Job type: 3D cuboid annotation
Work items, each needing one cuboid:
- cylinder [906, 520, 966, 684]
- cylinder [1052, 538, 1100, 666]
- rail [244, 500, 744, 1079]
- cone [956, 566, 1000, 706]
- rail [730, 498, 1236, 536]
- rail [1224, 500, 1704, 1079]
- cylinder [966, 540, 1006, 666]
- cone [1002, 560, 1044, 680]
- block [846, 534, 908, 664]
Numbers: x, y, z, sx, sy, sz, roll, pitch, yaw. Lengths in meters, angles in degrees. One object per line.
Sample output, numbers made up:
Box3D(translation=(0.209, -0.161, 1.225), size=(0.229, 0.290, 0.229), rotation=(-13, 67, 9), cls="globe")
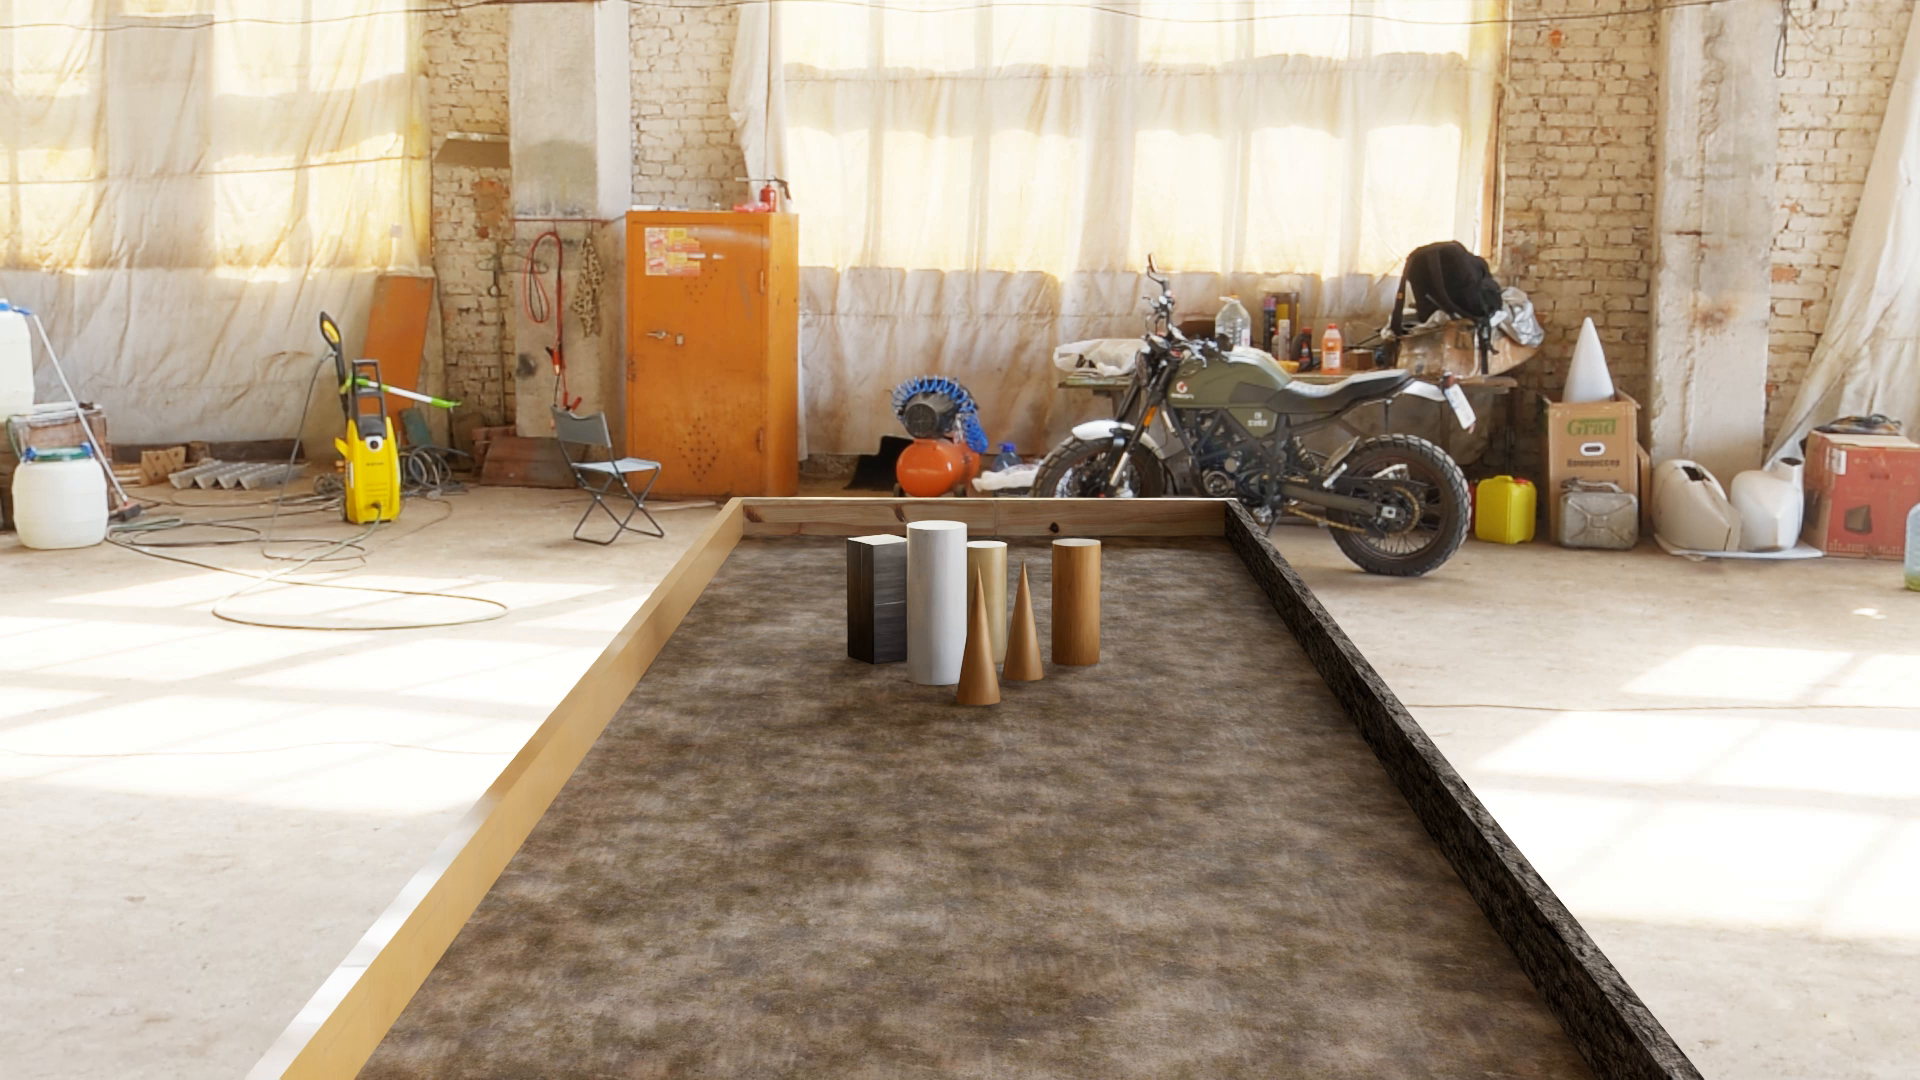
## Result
Box3D(translation=(-0.068, 0.181, 6.413), size=(0.175, 0.455, 0.175), rotation=(0, 9, 0), cls="cylinder")
Box3D(translation=(0.351, 0.187, 6.663), size=(0.147, 0.365, 0.147), rotation=(0, 9, 0), cls="cylinder")
Box3D(translation=(-1.004, 0.839, 3.234), size=(0.050, 0.150, 12.000), rotation=(0, 9, 1), cls="rail")
Box3D(translation=(0.052, 0.257, 6.144), size=(0.126, 0.390, 0.126), rotation=(0, 9, 0), cls="cone")
Box3D(translation=(0.099, -0.098, 9.147), size=(2.100, 0.150, 0.050), rotation=(0, 9, 1), cls="rail")
Box3D(translation=(1.046, 0.843, 3.208), size=(0.050, 0.150, 12.000), rotation=(0, 9, 1), cls="rail")
Box3D(translation=(0.077, 0.191, 6.655), size=(0.129, 0.360, 0.129), rotation=(0, 9, 0), cls="cylinder")
Box3D(translation=(0.186, 0.225, 6.450), size=(0.125, 0.357, 0.125), rotation=(0, 9, 0), cls="cone")
Box3D(translation=(-0.241, 0.179, 6.707), size=(0.149, 0.366, 0.149), rotation=(-6, 11, -35), cls="block")
